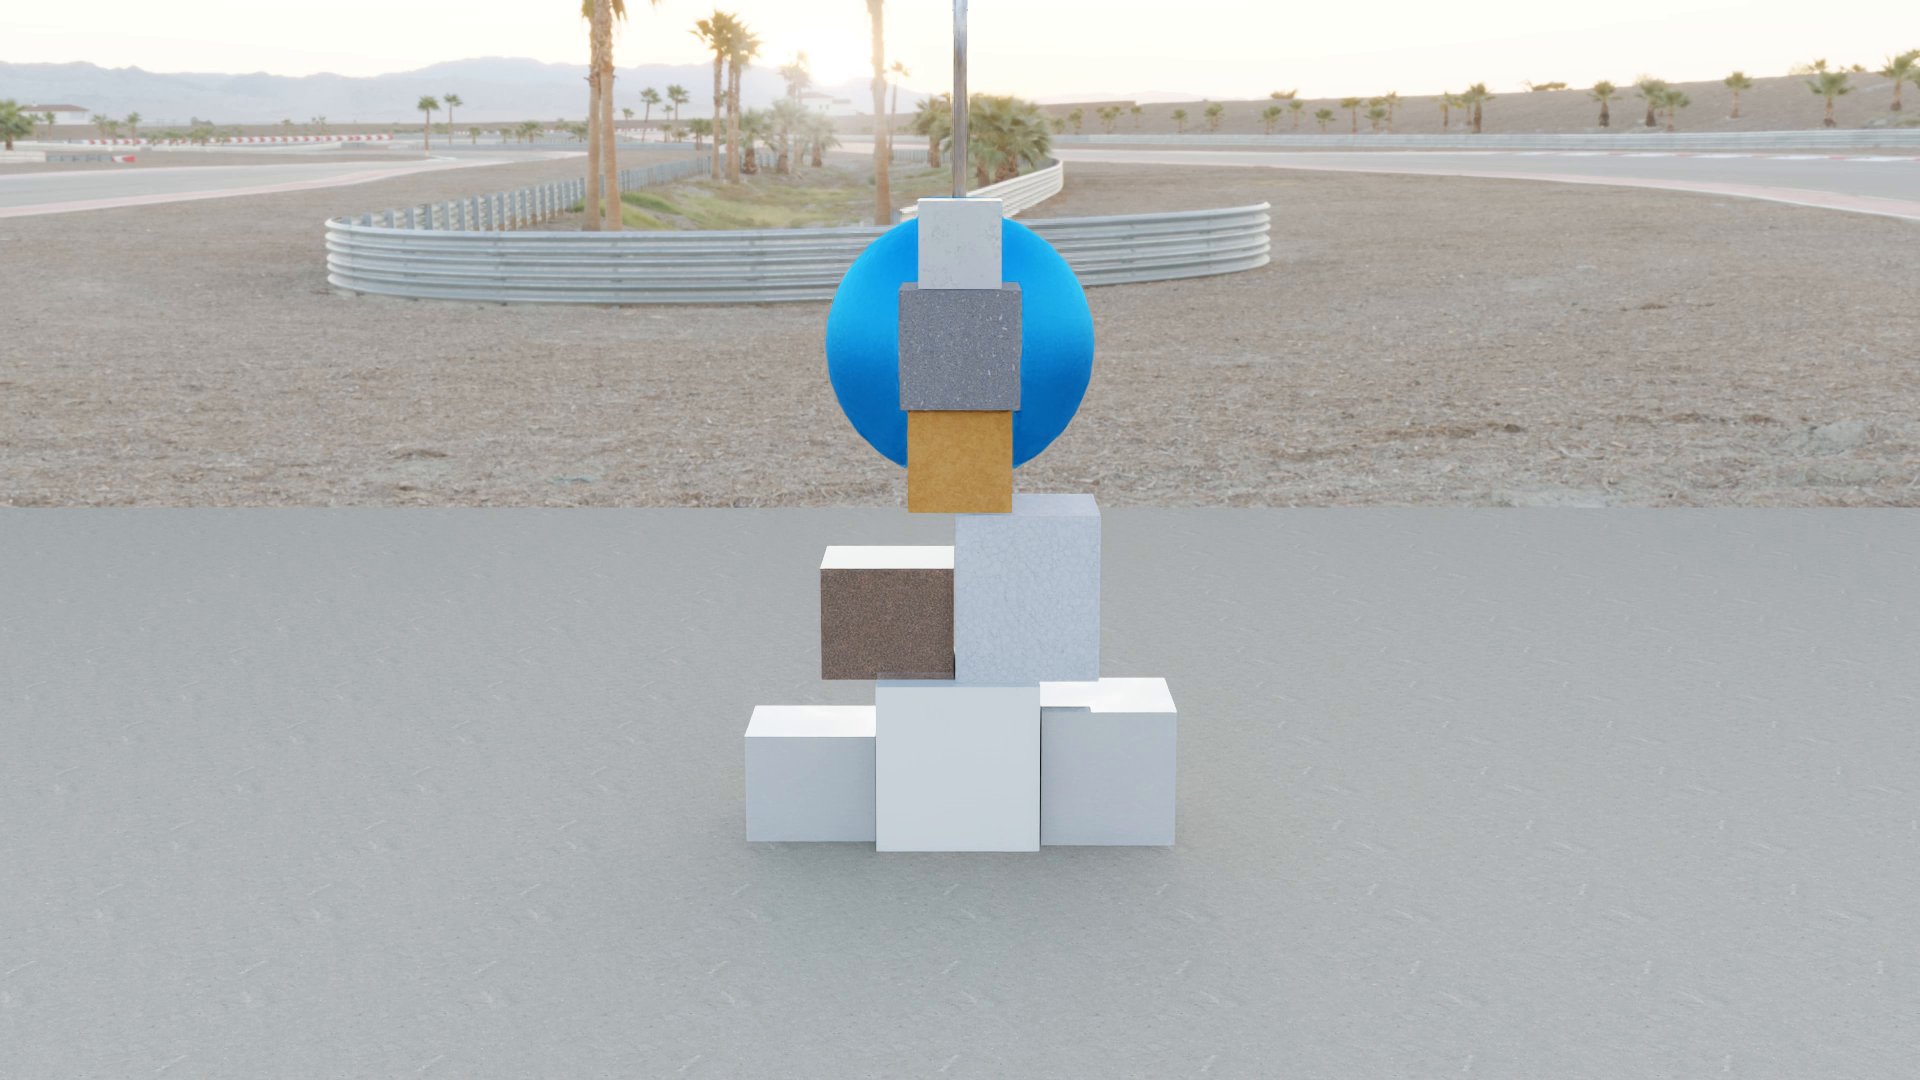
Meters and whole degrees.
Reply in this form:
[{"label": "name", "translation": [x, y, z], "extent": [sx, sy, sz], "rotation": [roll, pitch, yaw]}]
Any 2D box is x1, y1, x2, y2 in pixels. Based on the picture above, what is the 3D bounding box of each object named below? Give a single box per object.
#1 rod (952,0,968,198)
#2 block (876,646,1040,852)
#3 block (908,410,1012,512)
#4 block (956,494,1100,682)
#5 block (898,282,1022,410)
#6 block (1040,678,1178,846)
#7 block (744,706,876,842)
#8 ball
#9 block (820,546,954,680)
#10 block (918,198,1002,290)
[{"label": "rod", "translation": [0.000, -4.084, 11.351], "extent": [0.080, 5.200, 0.080], "rotation": [0, 31, 0]}, {"label": "block", "translation": [-0.010, 1.063, 11.360], "extent": [0.814, 0.844, 0.883], "rotation": [0, 10, 0]}, {"label": "block", "translation": [0.000, -0.440, 11.117], "extent": [0.514, 0.519, 0.563], "rotation": [0, 10, 0]}, {"label": "block", "translation": [0.335, 0.233, 11.217], "extent": [0.714, 0.840, 0.685], "rotation": [0, 10, 0]}, {"label": "block", "translation": [0.000, -0.977, 10.990], "extent": [0.593, 0.582, 0.632], "rotation": [0, 10, 0]}, {"label": "block", "translation": [0.745, 1.136, 11.379], "extent": [0.676, 0.693, 0.705], "rotation": [0, 10, 0]}, {"label": "block", "translation": [-0.755, 1.204, 11.405], "extent": [0.655, 0.550, 0.601], "rotation": [0, 10, 0]}, {"label": "ball", "translation": [0.000, -1.155, 13.079], "extent": [1.600, 1.600, 1.600], "rotation": [0, 10, 0]}, {"label": "block", "translation": [-0.362, 0.365, 11.249], "extent": [0.660, 0.568, 0.603], "rotation": [0, 10, 0]}, {"label": "block", "translation": [0.000, -1.472, 10.896], "extent": [0.406, 0.426, 0.438], "rotation": [0, 10, 0]}]
